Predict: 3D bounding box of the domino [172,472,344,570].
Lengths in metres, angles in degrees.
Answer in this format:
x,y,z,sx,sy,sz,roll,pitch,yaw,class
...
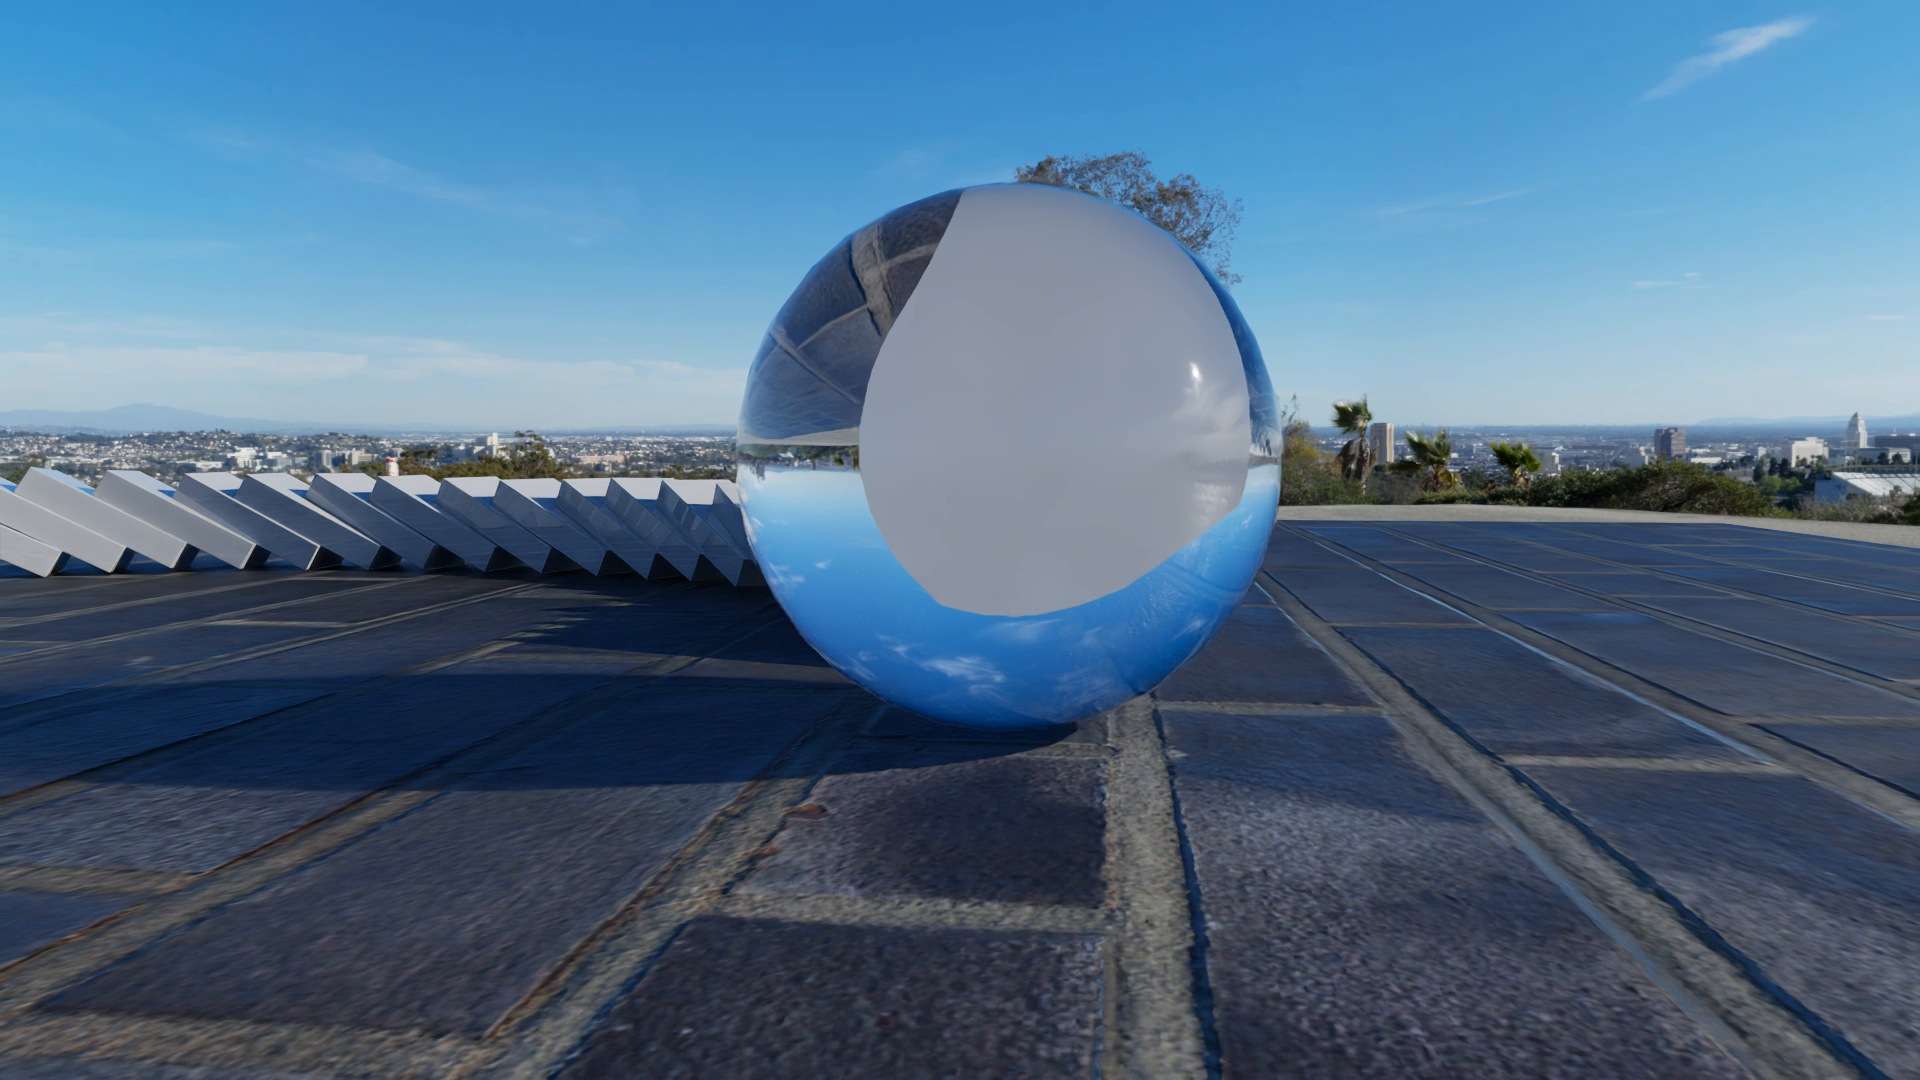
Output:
x,y,z,sx,sy,sz,roll,pitch,yaw,class
-0.239,-0.007,0.441,0.050,0.009,0.025,29,4,-2,domino

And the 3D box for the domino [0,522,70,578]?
x,y,z,sx,sy,sz,roll,pitch,yaw,class
-0.313,-0.005,0.409,0.050,0.009,0.025,31,-9,-24,domino

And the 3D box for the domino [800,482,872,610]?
x,y,z,sx,sy,sz,roll,pitch,yaw,class
-0.025,0.001,0.349,0.025,0.009,0.050,-2,32,-23,domino

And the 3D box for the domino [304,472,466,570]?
x,y,z,sx,sy,sz,roll,pitch,yaw,class
-0.197,-0.007,0.445,0.050,0.009,0.025,29,8,8,domino

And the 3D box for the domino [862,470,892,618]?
x,y,z,sx,sy,sz,roll,pitch,yaw,class
-0.011,0.000,0.331,0.025,0.009,0.050,0,38,-8,domino

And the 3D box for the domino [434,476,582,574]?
x,y,z,sx,sy,sz,roll,pitch,yaw,class
-0.151,-0.006,0.439,0.050,0.009,0.025,30,14,18,domino

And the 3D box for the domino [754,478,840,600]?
x,y,z,sx,sy,sz,roll,pitch,yaw,class
-0.039,-0.001,0.368,0.025,0.010,0.050,-1,32,-31,domino

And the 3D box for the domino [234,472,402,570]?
x,y,z,sx,sy,sz,roll,pitch,yaw,class
-0.219,-0.007,0.442,0.050,0.009,0.025,29,4,-2,domino

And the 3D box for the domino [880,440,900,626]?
x,y,z,sx,sy,sz,roll,pitch,yaw,class
-0.005,-0.003,0.314,0.025,0.050,0.010,-1,-38,-9,domino

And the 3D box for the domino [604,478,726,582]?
x,y,z,sx,sy,sz,roll,pitch,yaw,class
-0.090,-0.004,0.413,0.050,0.010,0.025,36,23,33,domino

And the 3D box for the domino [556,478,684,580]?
x,y,z,sx,sy,sz,roll,pitch,yaw,class
-0.108,-0.005,0.423,0.050,0.010,0.025,34,22,29,domino

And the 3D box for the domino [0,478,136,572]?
x,y,z,sx,sy,sz,roll,pitch,yaw,class
-0.298,-0.006,0.418,0.050,0.009,0.025,31,-9,-20,domino

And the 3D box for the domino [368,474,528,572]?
x,y,z,sx,sy,sz,roll,pitch,yaw,class
-0.175,-0.006,0.443,0.050,0.009,0.025,29,11,11,domino

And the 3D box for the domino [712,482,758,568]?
x,y,z,sx,sy,sz,roll,pitch,yaw,class
-0.052,-0.001,0.384,0.025,0.010,0.050,-3,31,-35,domino

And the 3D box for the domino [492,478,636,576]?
x,y,z,sx,sy,sz,roll,pitch,yaw,class
-0.130,-0.005,0.431,0.050,0.010,0.025,30,16,21,domino

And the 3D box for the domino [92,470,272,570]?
x,y,z,sx,sy,sz,roll,pitch,yaw,class
-0.261,-0.007,0.434,0.050,0.010,0.025,30,-4,-11,domino

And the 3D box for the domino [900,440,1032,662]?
x,y,z,sx,sy,sz,roll,pitch,yaw,class
0.000,0.001,0.262,0.025,0.050,0.010,0,-38,-3,domino

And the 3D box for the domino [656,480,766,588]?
x,y,z,sx,sy,sz,roll,pitch,yaw,class
-0.071,-0.003,0.399,0.025,0.010,0.050,-3,31,-44,domino

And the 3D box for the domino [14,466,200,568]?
x,y,z,sx,sy,sz,roll,pitch,yaw,class
-0.282,-0.007,0.427,0.050,0.009,0.025,30,-9,-16,domino

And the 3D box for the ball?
x,y,z,sx,sy,sz,roll,pitch,yaw,class
0.007,-0.012,0.191,0.080,0.080,0.080,0,4,0,ball
